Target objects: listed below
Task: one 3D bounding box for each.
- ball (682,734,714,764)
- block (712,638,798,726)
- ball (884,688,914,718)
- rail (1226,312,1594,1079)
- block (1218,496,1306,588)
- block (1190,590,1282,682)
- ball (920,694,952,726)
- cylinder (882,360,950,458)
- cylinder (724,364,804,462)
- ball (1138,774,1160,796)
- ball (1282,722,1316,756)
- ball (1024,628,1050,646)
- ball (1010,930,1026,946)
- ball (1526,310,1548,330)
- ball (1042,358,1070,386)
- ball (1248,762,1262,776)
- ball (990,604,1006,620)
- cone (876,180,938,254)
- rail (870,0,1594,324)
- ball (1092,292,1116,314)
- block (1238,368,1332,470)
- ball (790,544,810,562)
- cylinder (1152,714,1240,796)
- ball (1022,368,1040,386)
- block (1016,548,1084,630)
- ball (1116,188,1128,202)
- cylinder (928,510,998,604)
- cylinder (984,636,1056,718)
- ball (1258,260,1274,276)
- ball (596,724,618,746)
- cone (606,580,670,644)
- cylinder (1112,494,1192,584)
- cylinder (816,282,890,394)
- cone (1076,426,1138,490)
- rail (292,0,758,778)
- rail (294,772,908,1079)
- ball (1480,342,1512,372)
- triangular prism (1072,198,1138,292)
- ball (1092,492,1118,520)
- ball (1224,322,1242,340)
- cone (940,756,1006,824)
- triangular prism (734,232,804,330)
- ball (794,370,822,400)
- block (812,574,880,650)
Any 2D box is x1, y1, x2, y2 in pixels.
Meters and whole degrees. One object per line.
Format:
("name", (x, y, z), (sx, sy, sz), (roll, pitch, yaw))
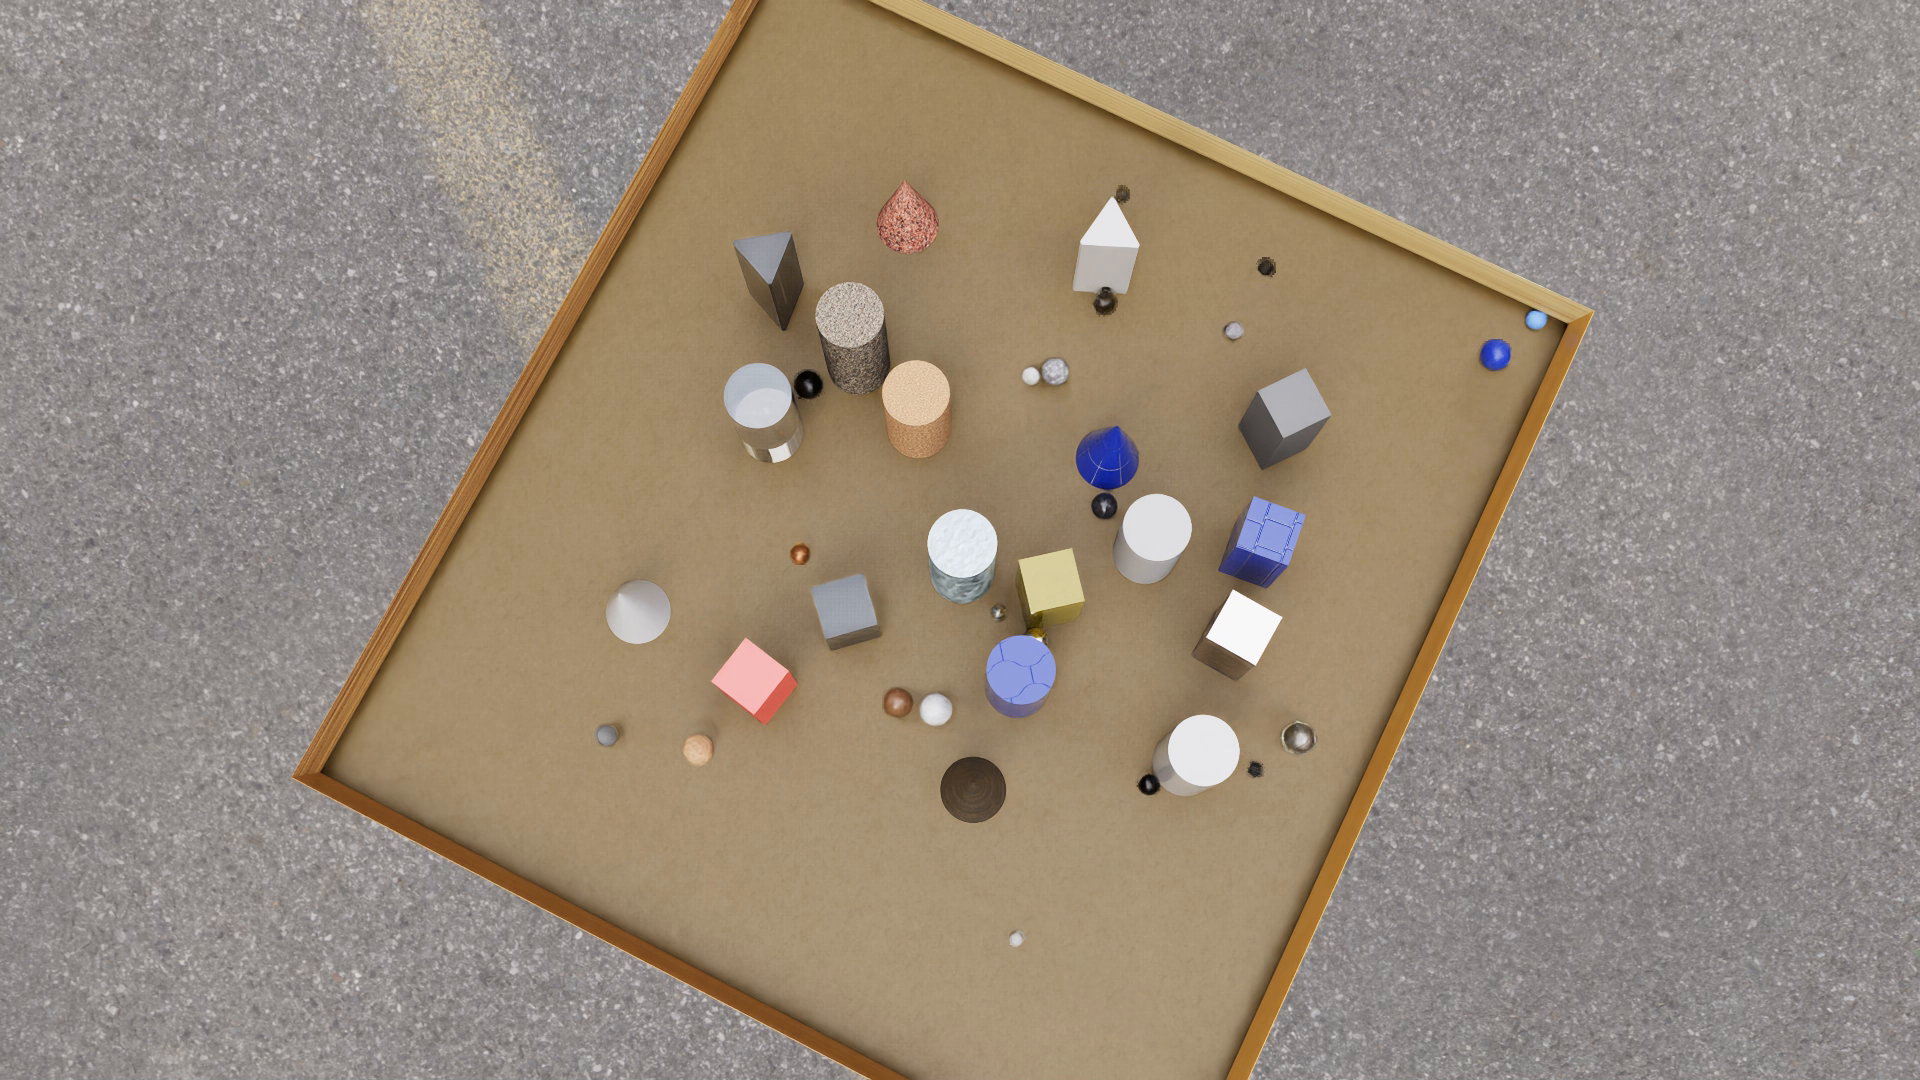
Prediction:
("ball", (-0.778, 0.621, 5.442), (0.090, 0.090, 0.090), (0, 78, 0))
("block", (-0.600, 0.419, 5.377), (0.158, 0.299, 0.158), (37, 81, 7))
("ball", (-0.184, 0.486, 5.470), (0.090, 0.090, 0.090), (0, 78, 0))
("rail", (1.254, 0.621, 5.422), (0.045, 0.128, 3.022), (26, 80, 5))
("block", (0.890, 0.012, 5.424), (0.158, 0.373, 0.158), (20, 79, 4))
("block", (0.805, 0.285, 5.367), (0.158, 0.373, 0.158), (30, 80, 6))
("ball", (-0.072, 0.506, 5.462), (0.098, 0.098, 0.098), (0, 78, 0))
("cylinder", (-0.128, -0.388, 5.502), (0.197, 0.381, 0.197), (0, 78, 0))
("cylinder", (-0.584, -0.376, 5.488), (0.197, 0.404, 0.197), (0, 78, 0))
("ball", (0.560, 0.728, 5.434), (0.062, 0.062, 0.062), (0, 78, 0))
("ball", (1.006, 0.589, 5.444), (0.098, 0.098, 0.098), (0, 78, 0))
("ball", (0.227, 0.305, 5.512), (0.082, 0.082, 0.082), (0, 78, 0))
("ball", (0.170, 1.163, 5.354), (0.042, 0.042, 0.042), (0, 78, 0))
("ball", (1.803, -0.688, 5.727), (0.063, 0.063, 0.063), (0, 78, 0))
("ball", (0.295, -0.520, 5.681), (0.085, 0.085, 0.085), (0, 78, 0))
("ball", (0.880, 0.683, 5.453), (0.043, 0.043, 0.043), (0, 78, 0))
("ball", (0.116, 0.219, 5.546), (0.049, 0.049, 0.049), (0, 78, 0))
("cone", (-0.166, -1.040, 5.650), (0.197, 0.356, 0.197), (0, 78, 0))
("rail", (0.665, -1.296, 5.818), (2.852, 0.128, 0.045), (26, 80, 5))
("ball", (0.451, -0.741, 5.734), (0.071, 0.071, 0.071), (0, 78, 0))
("block", (0.968, -0.357, 5.492), (0.158, 0.388, 0.158), (-26, 79, -5))
("ball", (-0.486, 0.040, 5.578), (0.060, 0.060, 0.060), (0, 78, 0))
("cylinder", (0.673, 0.624, 5.267), (0.197, 0.431, 0.197), (0, 78, 0))
("ball", (0.221, -0.509, 5.694), (0.055, 0.055, 0.055), (0, 78, 0))
("block", (0.262, 0.150, 5.411), (0.158, 0.341, 0.158), (-12, 79, -3))
("ball", (0.515, -1.097, 5.822), (0.042, 0.042, 0.042), (0, 78, 0))
("cylinder", (0.007, 0.054, 5.383), (0.197, 0.435, 0.197), (0, 78, 0))
("cylinder", (0.173, 0.402, 5.352), (0.197, 0.355, 0.197), (0, 78, 0))
("ball", (0.964, -0.857, 5.769), (0.049, 0.049, 0.049), (0, 78, 0))
("ball", (-1.051, 0.582, 5.463), (0.065, 0.065, 0.065), (0, 78, 0))
("cone", (-0.978, 0.186, 5.414), (0.197, 0.321, 0.197), (0, 78, 0))
("cylinder", (0.565, 0.001, 5.430), (0.197, 0.365, 0.197), (0, 78, 0))
("cylinder", (-0.316, -0.598, 5.494), (0.197, 0.482, 0.197), (0, 78, 0))
("cone", (0.456, -0.291, 5.479), (0.197, 0.387, 0.197), (0, 78, 0))
("rail", (-1.254, -0.607, 5.676), (0.045, 0.128, 3.022), (26, 80, 5))
("rail", (-0.665, 1.309, 5.279), (2.852, 0.128, 0.045), (26, 80, 5))
("ball", (1.661, -0.570, 5.687), (0.094, 0.094, 0.094), (0, 78, 0))
("triangular prism", (0.445, -0.898, 5.595), (0.171, 0.406, 0.148), (4, 78, 1))
("ball", (0.441, -0.104, 5.597), (0.082, 0.082, 0.082), (0, 78, 0))
("ball", (0.854, -0.652, 5.723), (0.056, 0.056, 0.056), (0, 78, 0))
("cone", (0.039, 0.713, 5.310), (0.197, 0.311, 0.197), (0, 78, 0))
("triangular prism", (-0.551, -0.810, 5.562), (0.148, 0.435, 0.171), (-40, 81, -8))
("ball", (-0.469, -0.479, 5.671), (0.088, 0.088, 0.088), (0, 78, 0))
("block", (-0.336, 0.216, 5.448), (0.158, 0.242, 0.158), (-16, 79, -3))
